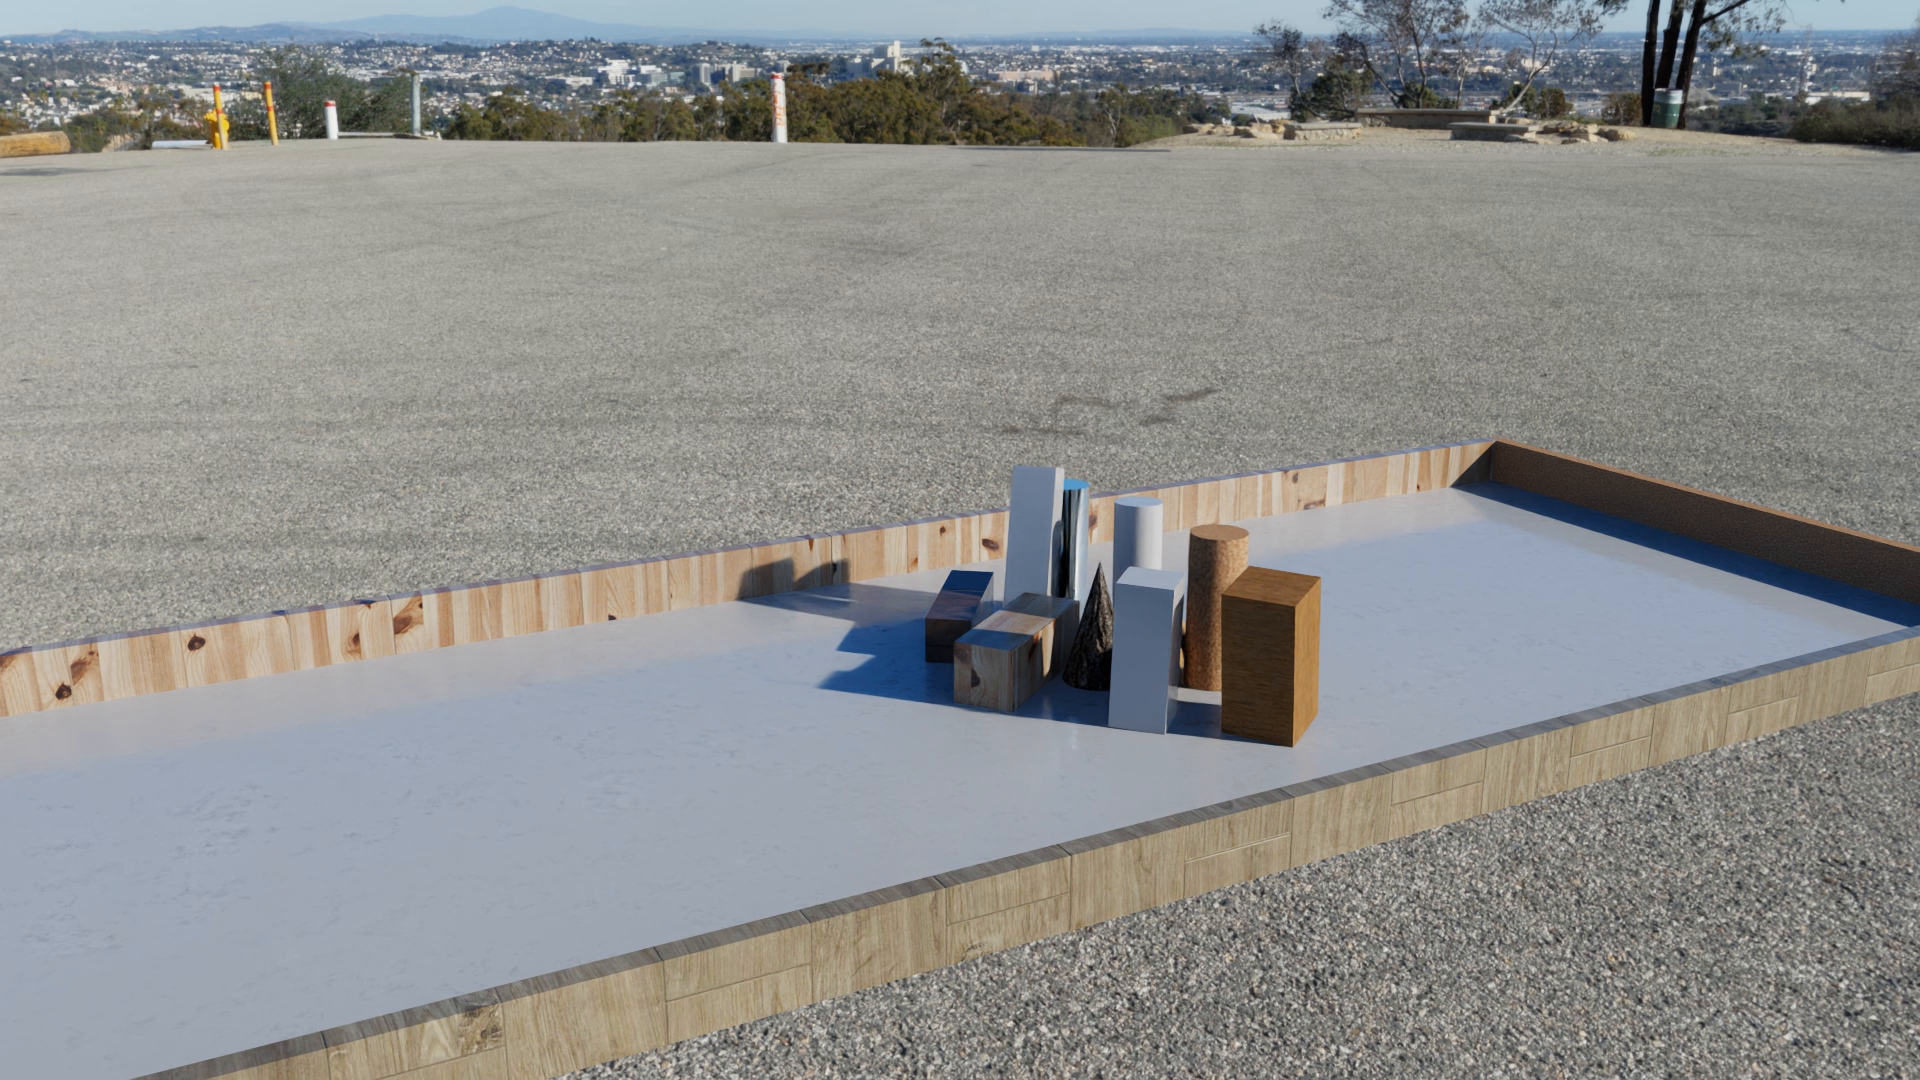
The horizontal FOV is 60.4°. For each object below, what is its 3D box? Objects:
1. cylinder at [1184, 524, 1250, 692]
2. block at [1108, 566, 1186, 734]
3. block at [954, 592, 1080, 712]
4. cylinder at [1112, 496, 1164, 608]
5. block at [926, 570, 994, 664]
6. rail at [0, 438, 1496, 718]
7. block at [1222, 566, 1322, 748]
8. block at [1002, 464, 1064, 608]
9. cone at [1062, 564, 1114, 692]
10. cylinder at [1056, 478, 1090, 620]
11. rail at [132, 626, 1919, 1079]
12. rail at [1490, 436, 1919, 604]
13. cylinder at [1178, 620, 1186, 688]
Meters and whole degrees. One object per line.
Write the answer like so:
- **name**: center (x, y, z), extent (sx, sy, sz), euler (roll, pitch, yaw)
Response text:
- **cylinder**: center (0.635, 0.167, 4.095), extent (0.144, 0.389, 0.144), euler (0, 16, 0)
- **block**: center (0.436, 0.257, 3.848), extent (0.135, 0.354, 0.135), euler (7, 18, 17)
- **block**: center (0.148, 0.275, 4.140), extent (0.156, 0.156, 0.423), euler (8, 18, 25)
- **cylinder**: center (0.469, 0.086, 4.370), extent (0.129, 0.384, 0.129), euler (0, 13, 0)
- **block**: center (0.003, 0.203, 4.451), extent (0.120, 0.120, 0.419), euler (3, 17, 9)
- **rail**: center (-3.305, 0.497, 3.399), extent (12.000, 0.150, 0.050), euler (-9, 18, -27)
- **block**: center (0.715, 0.266, 3.792), extent (0.173, 0.353, 0.173), euler (9, 26, 29)
- **block**: center (0.196, 0.030, 4.423), extent (0.117, 0.453, 0.117), euler (4, 2, 15)
- **cone**: center (0.346, 0.199, 4.121), extent (0.175, 0.313, 0.175), euler (0, 16, 0)
- **cylinder**: center (0.282, 0.029, 4.577), extent (0.146, 0.376, 0.146), euler (1, 14, 0)
- **rail**: center (-2.336, 1.006, 1.665), extent (12.000, 0.150, 0.050), euler (-9, 18, -27)
- **rail**: center (2.466, -0.048, 5.253), extent (0.050, 0.150, 2.100), euler (-9, 18, -27)
- **cylinder**: center (0.490, 0.282, 4.139), extent (0.144, 0.144, 0.322), euler (3, 17, 9)
